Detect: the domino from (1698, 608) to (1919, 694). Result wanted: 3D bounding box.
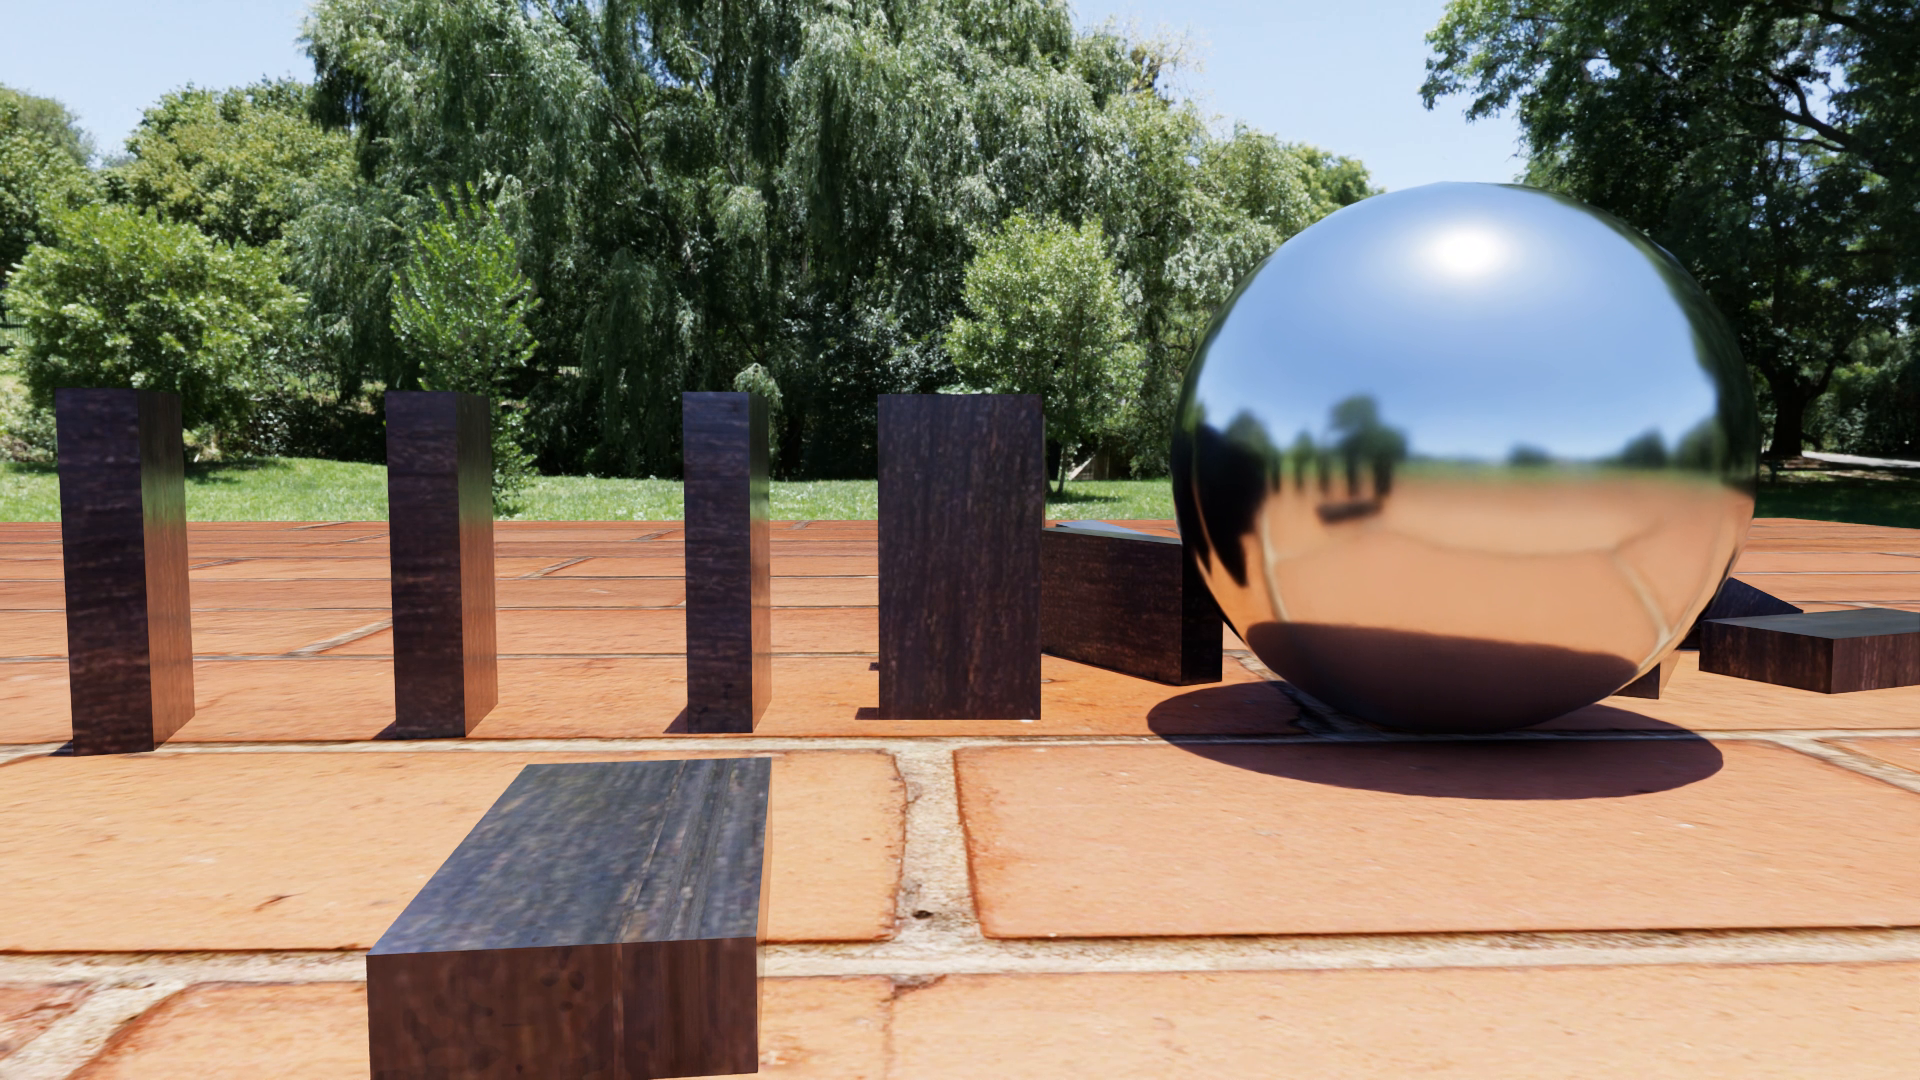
[{"bbox_3d":[0.167,0.020,0.239,0.050,0.010,0.025,-2,5,-21],"label":"domino"}]

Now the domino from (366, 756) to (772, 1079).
[{"bbox_3d":[-0.029,0.030,0.110,0.025,0.009,0.050,-1,4,-7],"label":"domino"}]

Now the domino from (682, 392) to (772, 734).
[{"bbox_3d":[-0.036,0.003,0.199,0.009,0.050,0.025,0,4,-2],"label":"domino"}]

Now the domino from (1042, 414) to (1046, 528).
[{"bbox_3d":[0.009,-0.007,0.328,0.025,0.050,0.009,1,4,16],"label":"domino"}]

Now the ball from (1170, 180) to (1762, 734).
[{"bbox_3d":[0.071,-0.012,0.190,0.080,0.080,0.080,0,4,0],"label":"ball"}]

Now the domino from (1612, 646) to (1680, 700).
[{"bbox_3d":[0.119,0.020,0.241,0.025,0.010,0.050,3,5,33],"label":"domino"}]

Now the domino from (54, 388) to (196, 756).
[{"bbox_3d":[-0.120,0.004,0.186,0.010,0.050,0.025,-2,5,-19],"label":"domino"}]

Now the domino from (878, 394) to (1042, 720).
[{"bbox_3d":[0.000,0.002,0.201,0.025,0.050,0.009,0,4,0],"label":"domino"}]

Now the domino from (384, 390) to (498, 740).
[{"bbox_3d":[-0.078,0.003,0.196,0.010,0.050,0.025,-1,4,-9],"label":"domino"}]

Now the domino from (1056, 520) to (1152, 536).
[{"bbox_3d":[0.054,0.005,0.367,0.050,0.010,0.025,16,11,27],"label":"domino"}]

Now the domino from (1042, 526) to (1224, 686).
[{"bbox_3d":[0.030,0.011,0.248,0.009,0.025,0.050,-2,5,-30],"label":"domino"}]

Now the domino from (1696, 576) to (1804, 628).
[{"bbox_3d":[0.160,0.011,0.287,0.025,0.010,0.050,25,6,2],"label":"domino"}]
